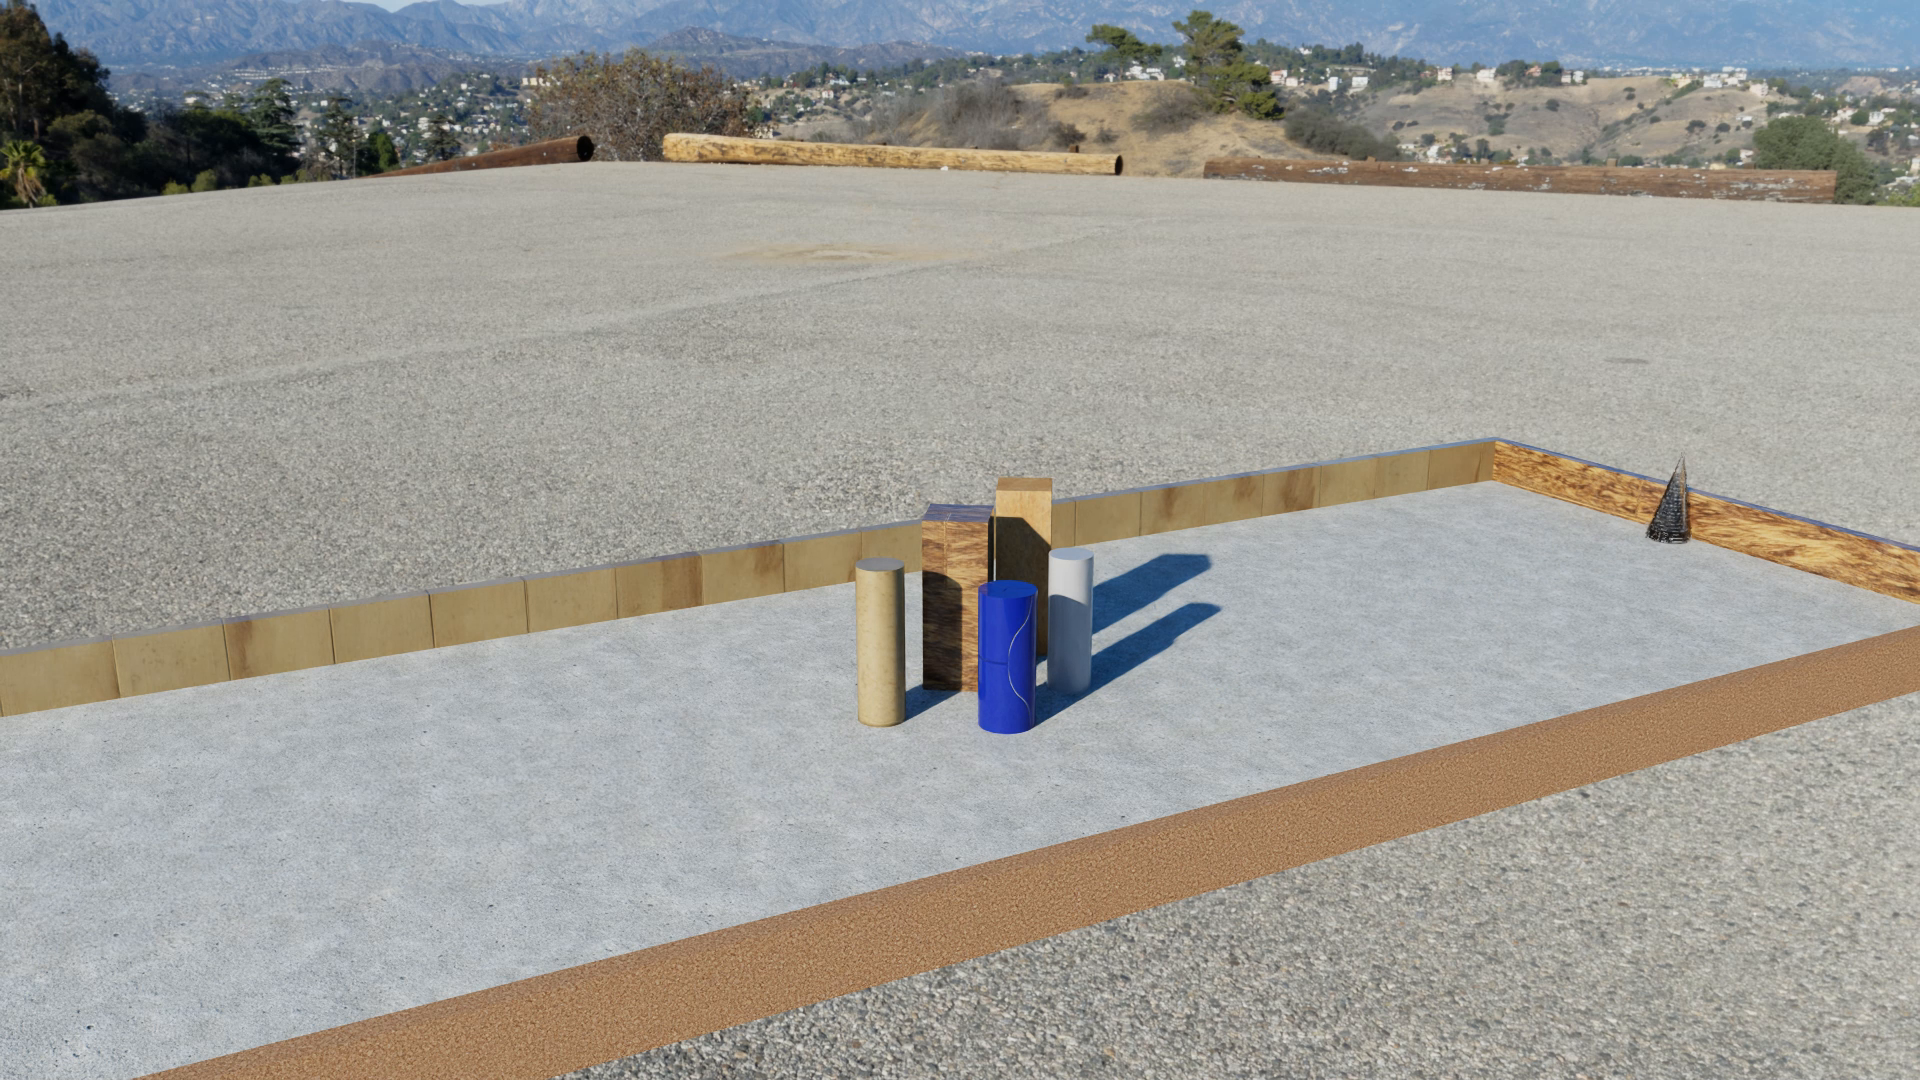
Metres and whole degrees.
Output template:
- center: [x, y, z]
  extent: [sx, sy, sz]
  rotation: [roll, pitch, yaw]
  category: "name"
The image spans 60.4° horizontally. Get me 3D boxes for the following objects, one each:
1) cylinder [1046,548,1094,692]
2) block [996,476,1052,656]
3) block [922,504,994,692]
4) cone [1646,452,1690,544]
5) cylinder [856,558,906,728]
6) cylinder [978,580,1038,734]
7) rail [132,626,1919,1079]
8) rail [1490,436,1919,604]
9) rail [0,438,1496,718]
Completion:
- center: [0.272, 0.198, 4.074]
  extent: [0.110, 0.342, 0.110]
  rotation: [0, 16, 0]
  category: "cylinder"
- center: [0.168, 0.068, 4.334]
  extent: [0.141, 0.444, 0.141]
  rotation: [1, 16, 4]
  category: "block"
- center: [-0.003, 0.143, 4.098]
  extent: [0.160, 0.435, 0.160]
  rotation: [2, 16, 6]
  category: "block"
- center: [2.308, -0.152, 5.315]
  extent: [0.134, 0.302, 0.134]
  rotation: [1, 22, 0]
  category: "cone"
- center: [-0.185, 0.240, 3.861]
  extent: [0.115, 0.382, 0.115]
  rotation: [0, 16, 0]
  category: "cylinder"
- center: [0.110, 0.272, 3.842]
  extent: [0.137, 0.332, 0.137]
  rotation: [0, 16, 0]
  category: "cylinder"
- center: [-2.336, 1.006, 1.665]
  extent: [12.000, 0.150, 0.050]
  rotation: [-9, 18, -27]
  category: "rail"
- center: [2.466, -0.048, 5.253]
  extent: [0.050, 0.150, 2.100]
  rotation: [-9, 18, -27]
  category: "rail"
- center: [-3.305, 0.497, 3.399]
  extent: [12.000, 0.150, 0.050]
  rotation: [-9, 18, -27]
  category: "rail"
